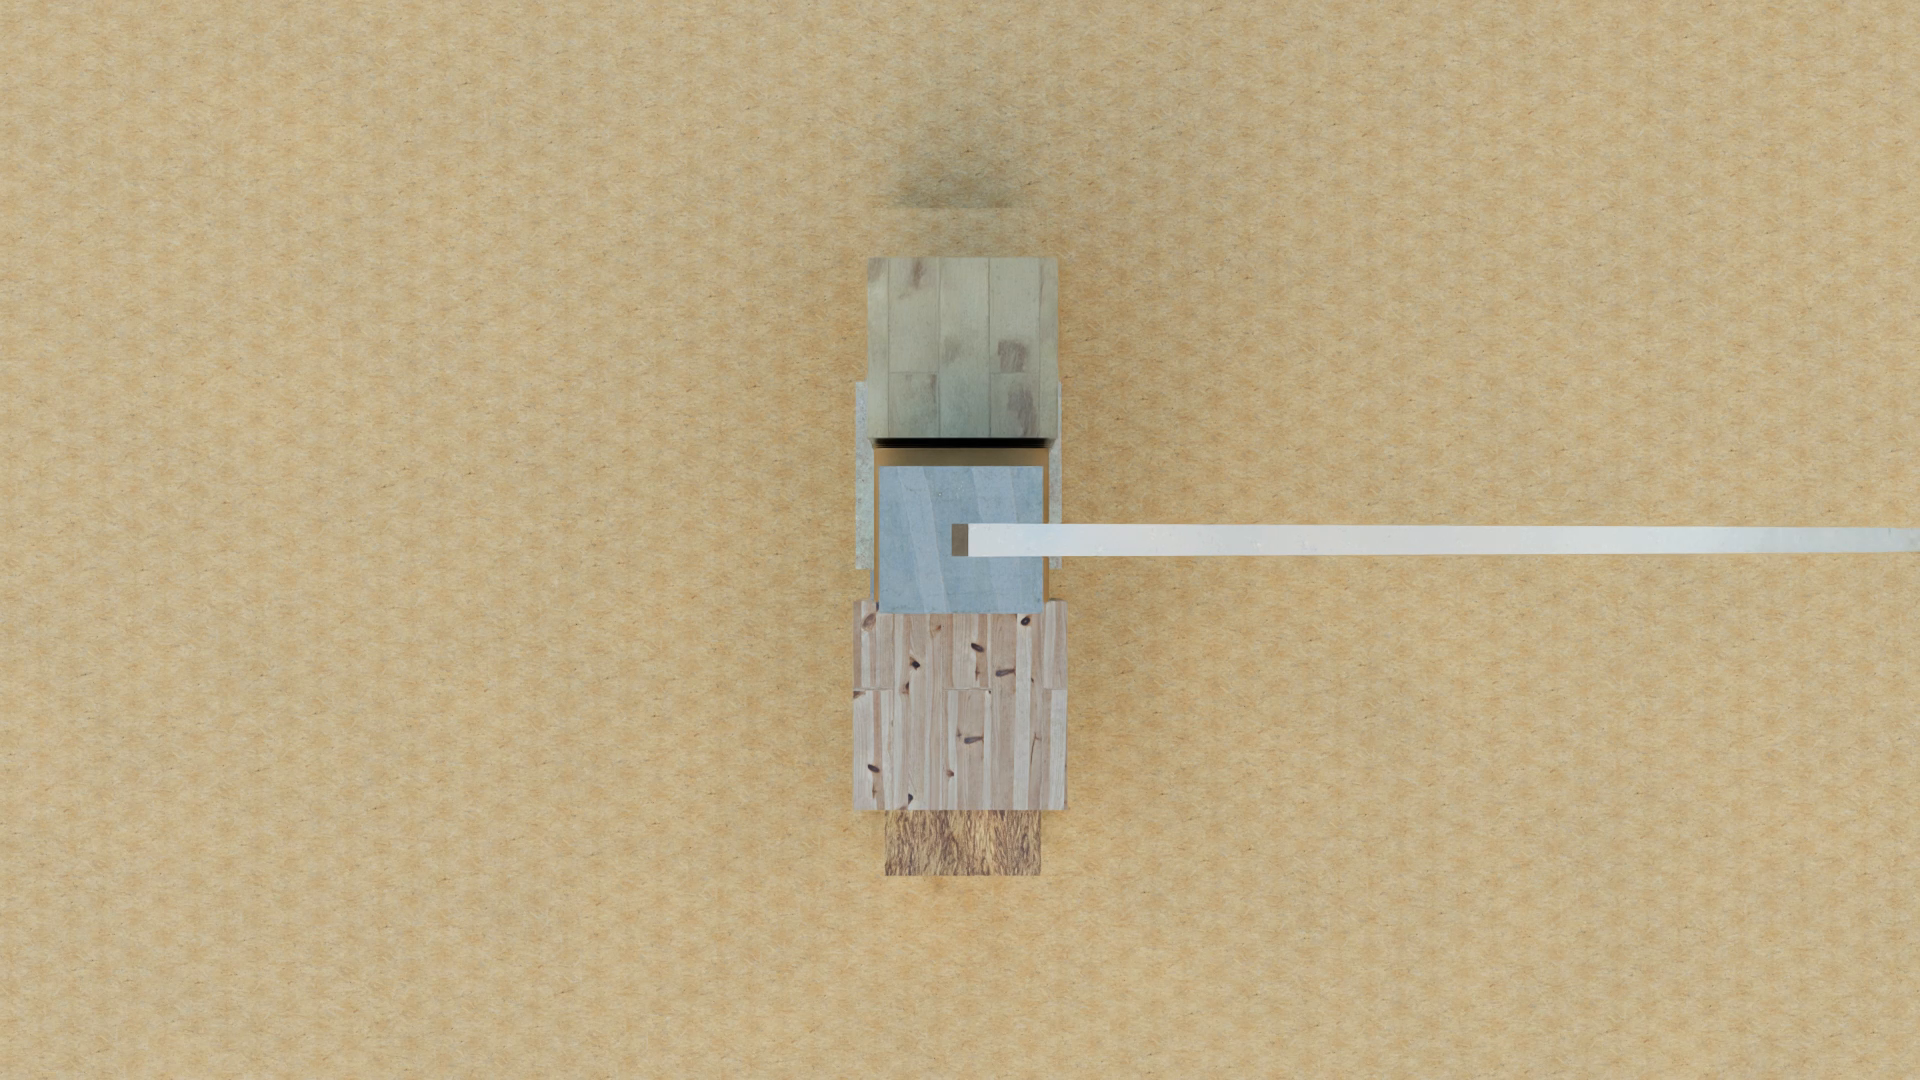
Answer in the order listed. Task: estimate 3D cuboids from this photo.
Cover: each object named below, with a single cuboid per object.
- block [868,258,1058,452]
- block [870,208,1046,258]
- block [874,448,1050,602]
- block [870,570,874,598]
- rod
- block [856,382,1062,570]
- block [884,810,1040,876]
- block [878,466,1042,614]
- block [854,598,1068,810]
[{"bbox_3d":[0.014,-0.935,11.353,0.945,0.894,0.901,0,88,0],"label":"block"},{"bbox_3d":[-0.008,-1.349,12.590,0.979,0.820,0.980,0,90,0],"label":"block"},{"bbox_3d":[0.008,-0.074,11.365,0.870,0.864,0.764,0,90,0],"label":"block"},{"bbox_3d":[-0.018,0.593,12.562,0.951,0.876,0.854,0,90,0],"label":"block"},{"bbox_3d":[2.212,0.000,6.731,5.200,0.080,0.080,0,90,-32],"label":"rod"},{"bbox_3d":[-0.007,-0.346,12.398,1.106,1.203,1.005,0,90,0],"label":"block"},{"bbox_3d":[0.015,1.435,12.521,0.855,0.958,0.808,0,90,0],"label":"block"},{"bbox_3d":[0.004,-0.001,10.603,0.766,0.659,0.687,0,90,0],"label":"block"},{"bbox_3d":[0.001,0.838,11.551,1.077,0.987,1.048,0,89,0],"label":"block"}]
